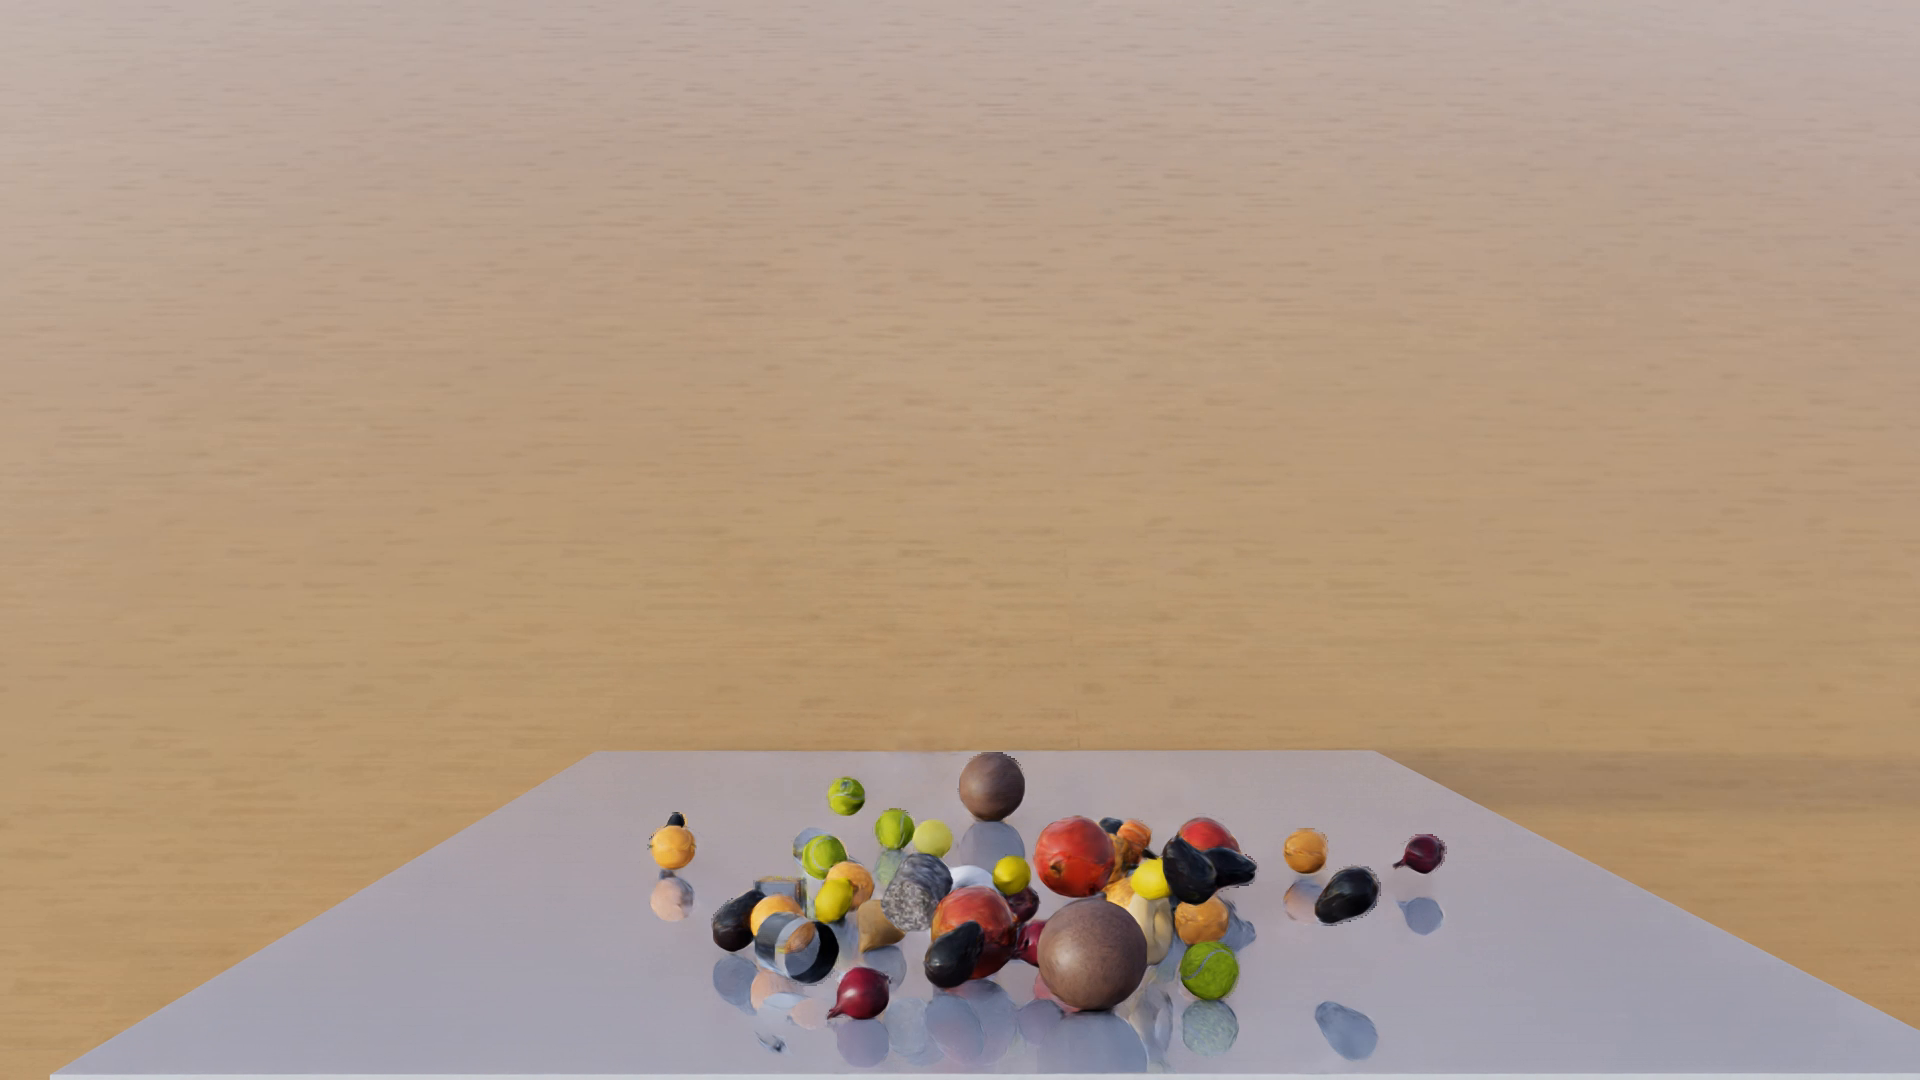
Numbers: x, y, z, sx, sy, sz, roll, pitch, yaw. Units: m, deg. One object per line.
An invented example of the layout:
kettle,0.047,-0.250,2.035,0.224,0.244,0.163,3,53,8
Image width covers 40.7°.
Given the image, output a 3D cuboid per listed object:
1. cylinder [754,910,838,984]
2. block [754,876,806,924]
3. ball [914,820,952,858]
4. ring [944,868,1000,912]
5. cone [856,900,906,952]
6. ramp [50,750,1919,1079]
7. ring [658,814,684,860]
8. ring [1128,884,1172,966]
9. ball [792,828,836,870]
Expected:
cylinder,-0.201,0.498,3.167,0.076,0.076,0.076,-19,13,-30
block,-0.257,0.515,3.696,0.061,0.061,0.061,0,0,11
ball,-0.046,0.511,4.416,0.067,0.067,0.067,0,30,0
ring,0.012,0.494,3.649,0.089,0.089,0.030,-1,48,-3
cone,-0.119,0.530,3.448,0.073,0.073,0.073,11,31,19
ramp,0.067,0.594,4.650,2.000,0.100,4.000,0,0,0
ring,-0.486,0.499,4.350,0.027,0.080,0.080,19,29,-7
ring,0.239,0.483,3.245,0.034,0.101,0.101,-4,26,25
ball,-0.240,0.509,4.263,0.072,0.072,0.072,0,30,0
